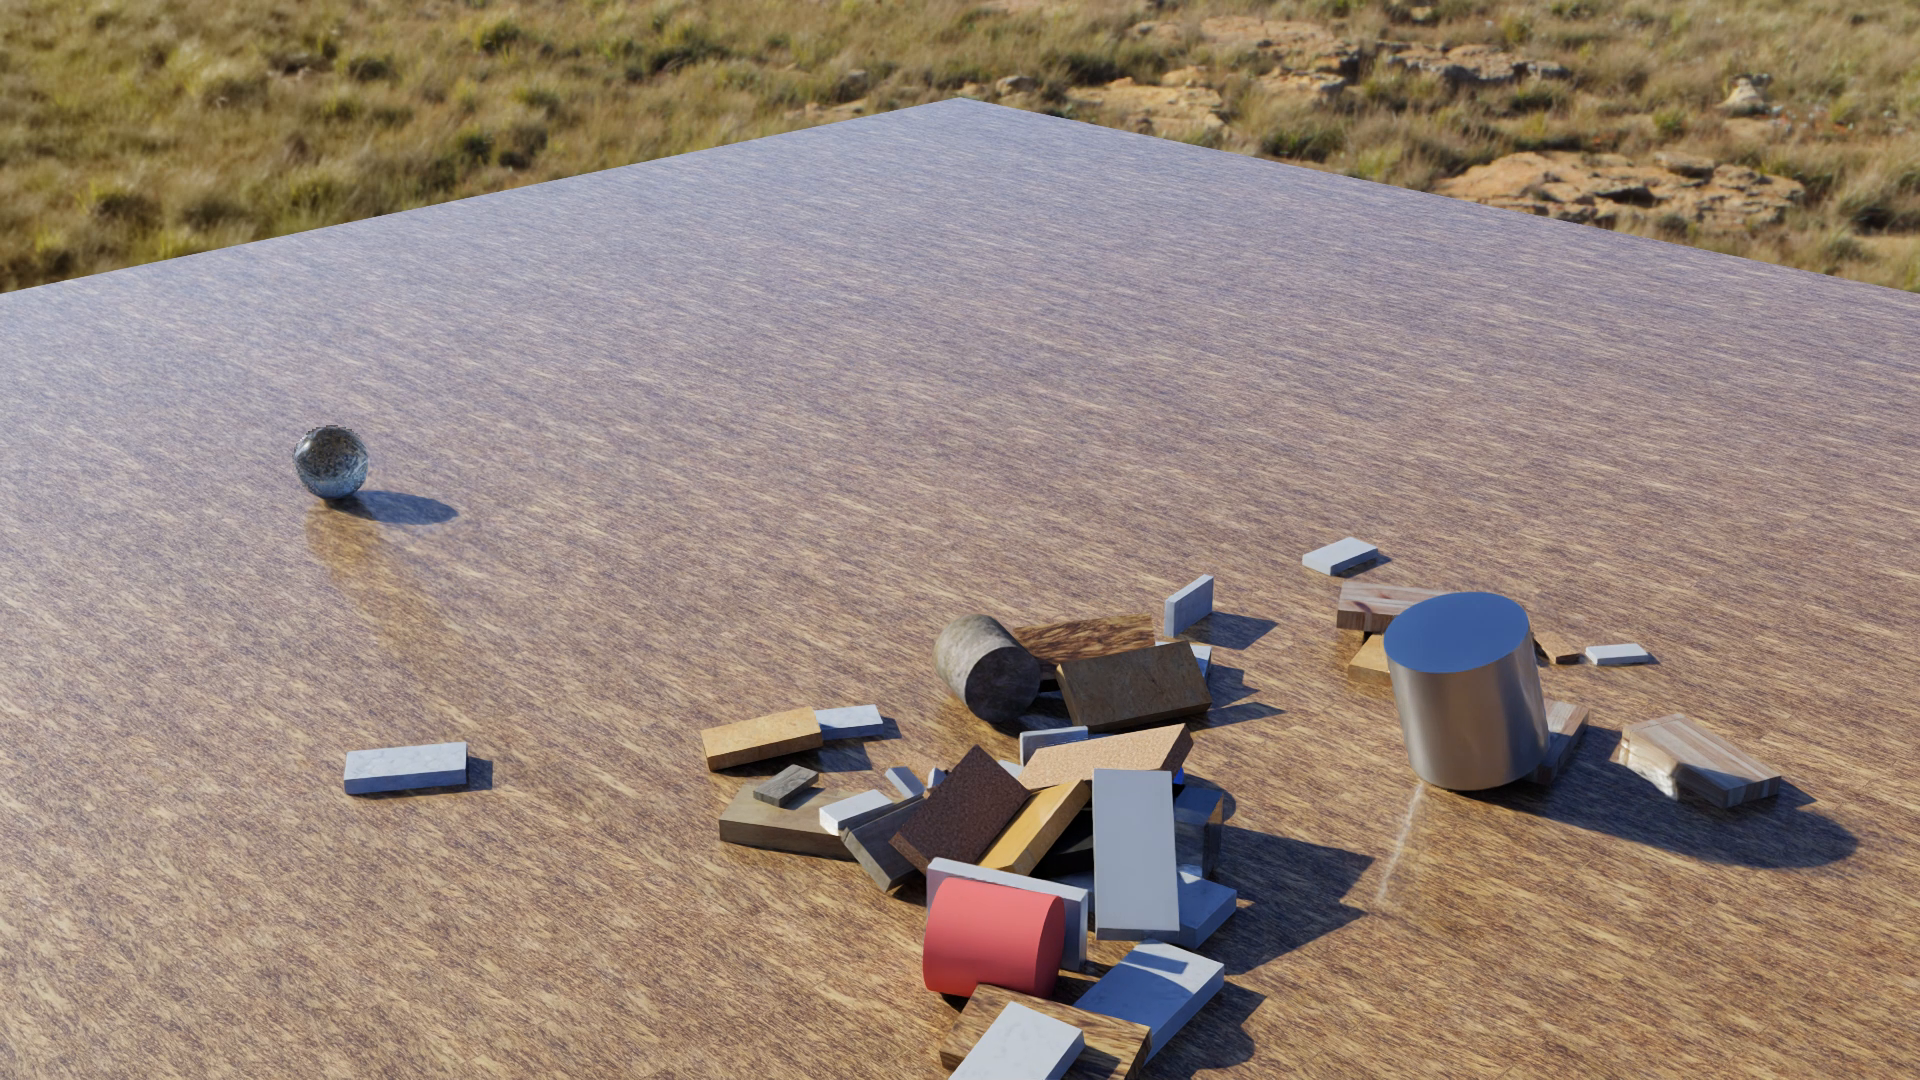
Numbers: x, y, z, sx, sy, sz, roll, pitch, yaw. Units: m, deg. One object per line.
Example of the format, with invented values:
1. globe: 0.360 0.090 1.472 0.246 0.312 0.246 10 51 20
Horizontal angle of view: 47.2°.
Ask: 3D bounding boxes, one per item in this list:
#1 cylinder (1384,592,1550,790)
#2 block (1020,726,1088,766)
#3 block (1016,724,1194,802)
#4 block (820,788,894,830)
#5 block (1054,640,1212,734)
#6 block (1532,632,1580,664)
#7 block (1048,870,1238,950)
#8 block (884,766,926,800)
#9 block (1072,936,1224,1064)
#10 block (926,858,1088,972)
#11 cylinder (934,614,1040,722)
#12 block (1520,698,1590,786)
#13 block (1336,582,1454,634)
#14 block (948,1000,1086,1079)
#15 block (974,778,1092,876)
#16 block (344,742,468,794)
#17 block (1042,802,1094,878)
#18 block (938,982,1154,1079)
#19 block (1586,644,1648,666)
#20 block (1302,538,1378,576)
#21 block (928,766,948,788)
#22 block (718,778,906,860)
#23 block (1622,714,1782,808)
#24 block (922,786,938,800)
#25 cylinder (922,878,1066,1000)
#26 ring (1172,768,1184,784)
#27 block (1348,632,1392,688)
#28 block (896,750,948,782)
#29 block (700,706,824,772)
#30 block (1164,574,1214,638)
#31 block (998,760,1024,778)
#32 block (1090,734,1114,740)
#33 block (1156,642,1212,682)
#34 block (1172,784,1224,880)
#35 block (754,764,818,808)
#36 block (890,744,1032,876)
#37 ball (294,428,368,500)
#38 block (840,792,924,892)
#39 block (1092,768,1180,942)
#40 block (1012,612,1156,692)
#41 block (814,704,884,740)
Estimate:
1. cylinder: 1.050 0.311 4.554 0.294 0.294 0.294 -14 28 7
2. block: 0.199 0.436 4.640 0.142 0.071 0.020 -5 18 -11
3. block: 0.280 0.455 4.380 0.341 0.048 0.171 -13 20 30
4. block: -0.205 0.533 4.356 0.131 0.019 0.066 -16 28 -32
5. block: 0.381 0.324 4.829 0.315 0.045 0.158 -9 62 -20
6. block: 1.389 0.250 5.148 0.063 0.018 0.125 -7 24 -15
7. block: 0.342 0.665 4.135 0.316 0.045 0.158 15 27 31
8. block: -0.089 0.510 4.432 0.131 0.019 0.066 46 20 23
9. block: 0.313 0.803 3.810 0.158 0.045 0.316 15 27 31
10. block: 0.084 0.676 3.978 0.295 0.148 0.042 9 25 21
11. cylinder: 0.059 0.282 4.864 0.182 0.182 0.182 -9 25 -21
12. block: 1.230 0.424 4.707 0.152 0.043 0.304 12 26 27
13. block: 1.072 0.169 5.212 0.341 0.048 0.171 5 24 12
14. block: 0.067 0.877 3.549 0.141 0.040 0.282 15 43 32
15. block: 0.129 0.568 4.221 0.141 0.040 0.282 -23 15 43
16. block: -1.156 0.476 4.596 0.245 0.035 0.122 -4 23 -10
17. block: 0.239 0.564 4.277 0.152 0.043 0.304 -12 14 6
18. block: 0.143 0.843 3.651 0.316 0.045 0.158 9 40 26
19. block: 1.527 0.266 5.112 0.125 0.018 0.063 -3 23 -8
20. block: 0.974 0.041 5.631 0.184 0.026 0.092 -18 29 -37
21. block: -0.032 0.517 4.459 0.071 0.020 0.142 35 18 -9
22. block: -0.289 0.558 4.384 0.341 0.048 0.171 6 24 14
23. block: 1.553 0.461 4.619 0.152 0.043 0.304 -10 25 -23
24. block: 0.004 0.508 4.344 0.142 0.020 0.071 -12 52 -37
25. cylinder: 0.061 0.705 3.843 0.200 0.200 0.200 7 24 16
26. ring: 0.341 0.480 4.529 0.238 0.079 0.238 0 22 0
27. block: 1.010 0.255 5.115 0.122 0.035 0.313 11 25 25
28. block: -0.081 0.476 4.619 0.054 0.015 0.108 -19 30 -38
29. block: -0.423 0.422 4.682 0.245 0.035 0.122 -12 25 -9
30. block: 0.549 0.158 5.271 0.026 0.092 0.184 16 28 33
31. block: 0.118 0.490 4.587 0.108 0.015 0.054 14 27 29
32. block: 0.307 0.445 4.692 0.054 0.015 0.108 0 23 -1
33. block: 0.410 0.283 5.036 0.315 0.045 0.157 5 23 11
34. block: 0.421 0.567 4.248 0.137 0.137 0.137 9 25 20
35. block: -0.351 0.496 4.444 0.066 0.019 0.131 14 27 31
36. block: 0.003 0.538 4.267 0.148 0.042 0.295 42 46 4
37. ball: -1.715 -0.209 6.000 0.197 0.197 0.197 0 23 0
38. block: -0.080 0.573 4.276 0.282 0.040 0.141 -20 57 -41
39. block: 0.323 0.581 4.076 0.148 0.042 0.350 2 49 -1
40. block: 0.284 0.257 4.971 0.315 0.045 0.158 -6 49 1
41. block: -0.267 0.399 4.786 0.184 0.026 0.092 -5 24 -12
